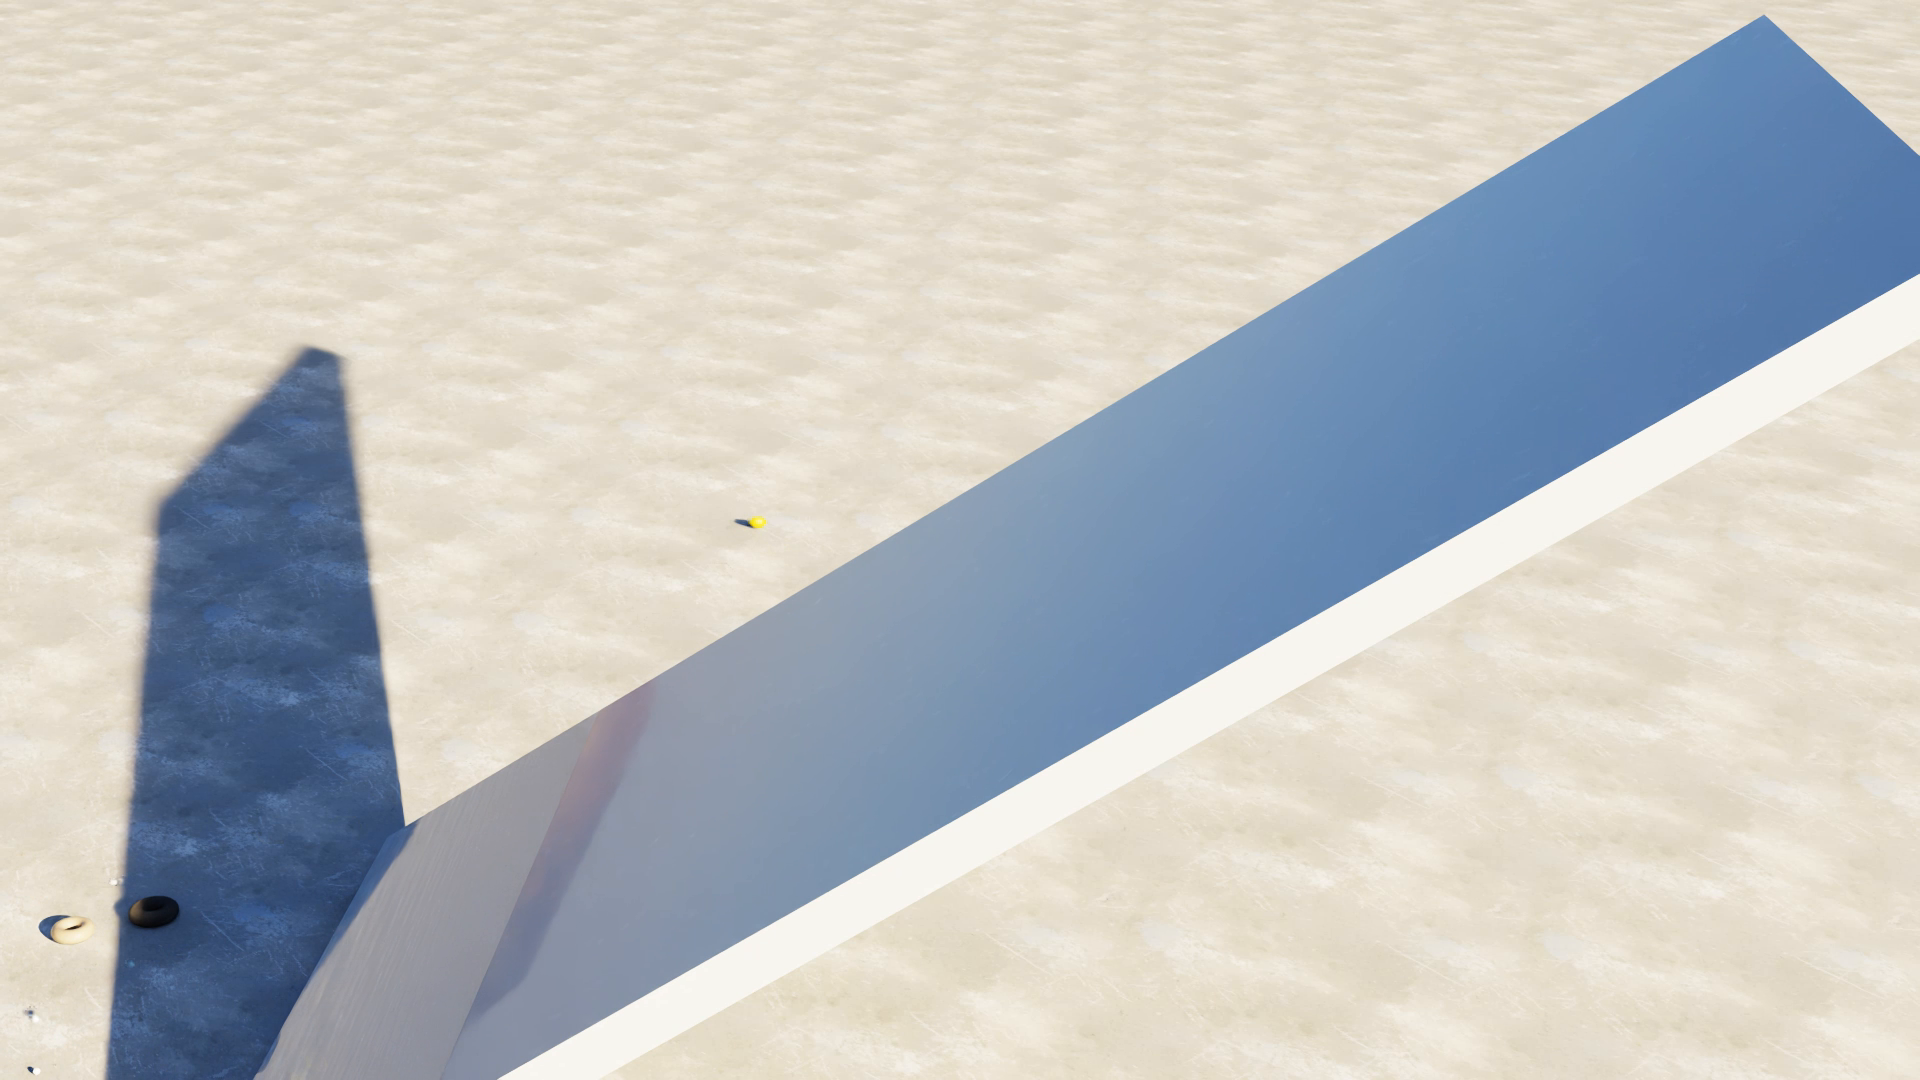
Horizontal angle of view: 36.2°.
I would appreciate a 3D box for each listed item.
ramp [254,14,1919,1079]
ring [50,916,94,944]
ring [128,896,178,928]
[{"bbox_3d":[0.140,0.170,6.295,4.000,0.100,2.000,-31,15,14],"label":"ramp"},{"bbox_3d":[-2.216,0.975,7.347,0.107,0.036,0.107,-1,21,0],"label":"ring"},{"bbox_3d":[-2.038,0.939,7.434,0.125,0.042,0.125,-1,20,1],"label":"ring"}]
